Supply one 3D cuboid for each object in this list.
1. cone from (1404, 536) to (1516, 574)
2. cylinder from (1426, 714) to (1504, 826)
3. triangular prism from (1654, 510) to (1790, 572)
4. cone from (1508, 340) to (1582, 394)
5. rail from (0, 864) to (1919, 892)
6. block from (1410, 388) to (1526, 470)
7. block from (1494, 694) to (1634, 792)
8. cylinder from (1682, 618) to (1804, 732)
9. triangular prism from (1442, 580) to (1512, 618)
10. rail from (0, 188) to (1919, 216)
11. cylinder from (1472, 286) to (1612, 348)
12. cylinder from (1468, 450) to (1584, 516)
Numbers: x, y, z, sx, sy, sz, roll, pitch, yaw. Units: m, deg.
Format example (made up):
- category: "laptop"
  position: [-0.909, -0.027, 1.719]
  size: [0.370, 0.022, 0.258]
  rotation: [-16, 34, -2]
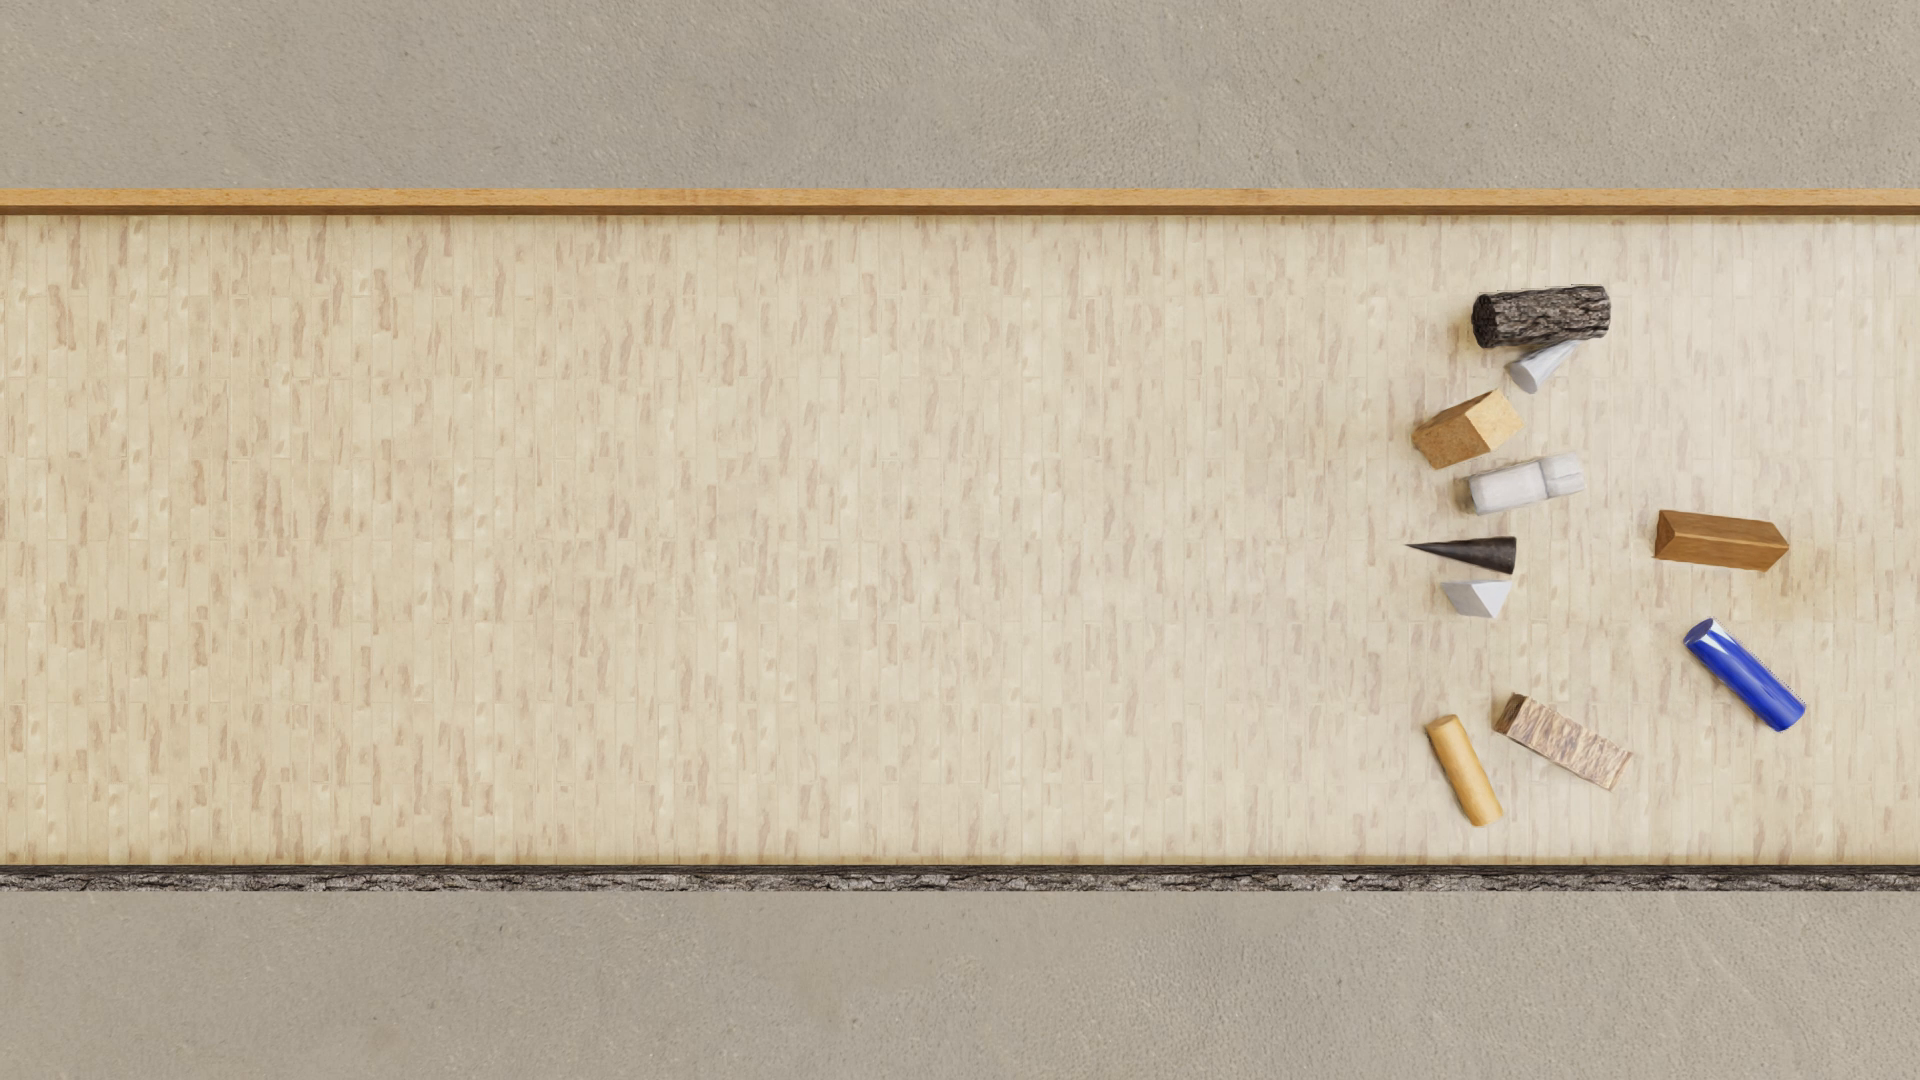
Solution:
- category: "cone"
  position: [1.522, 0.031, 5.047]
  size: [0.328, 0.120, 0.120]
  rotation: [6, 90, 10]
- category: "cylinder"
  position: [1.539, 0.702, 5.026]
  size: [0.102, 0.102, 0.329]
  rotation: [-26, 90, 0]
- category: "triangular prism"
  position: [2.316, 0.002, 5.008]
  size: [0.345, 0.130, 0.150]
  rotation: [7, 90, 0]
- category: "cone"
  position: [1.859, -0.601, 5.049]
  size: [0.367, 0.114, 0.114]
  rotation: [-37, 90, -9]
- category: "rail"
  position: [-2.247, 1.025, 5.001]
  size: [12.000, 0.150, 0.050]
  rotation: [0, 90, 0]
- category: "block"
  position: [1.499, -0.325, 4.888]
  size: [0.132, 0.356, 0.132]
  rotation: [-36, 91, -12]
- category: "block"
  position: [1.830, 0.613, 5.008]
  size: [0.361, 0.131, 0.131]
  rotation: [29, 90, 1]
- category: "cylinder"
  position: [2.384, 0.411, 5.019]
  size: [0.380, 0.114, 0.114]
  rotation: [44, 90, 0]
- category: "triangular prism"
  position: [1.553, 0.152, 4.920]
  size: [0.102, 0.312, 0.118]
  rotation: [-34, 89, -1]
- category: "rail"
  position: [-2.247, -1.025, 5.002]
  size: [12.000, 0.150, 0.050]
  rotation: [0, 90, 0]
- category: "cylinder"
  position: [1.743, -0.671, 4.951]
  size: [0.362, 0.160, 0.160]
  rotation: [-6, 90, -7]
- category: "cylinder"
  position: [1.704, -0.169, 4.969]
  size: [0.314, 0.125, 0.125]
  rotation: [-15, 90, 18]
